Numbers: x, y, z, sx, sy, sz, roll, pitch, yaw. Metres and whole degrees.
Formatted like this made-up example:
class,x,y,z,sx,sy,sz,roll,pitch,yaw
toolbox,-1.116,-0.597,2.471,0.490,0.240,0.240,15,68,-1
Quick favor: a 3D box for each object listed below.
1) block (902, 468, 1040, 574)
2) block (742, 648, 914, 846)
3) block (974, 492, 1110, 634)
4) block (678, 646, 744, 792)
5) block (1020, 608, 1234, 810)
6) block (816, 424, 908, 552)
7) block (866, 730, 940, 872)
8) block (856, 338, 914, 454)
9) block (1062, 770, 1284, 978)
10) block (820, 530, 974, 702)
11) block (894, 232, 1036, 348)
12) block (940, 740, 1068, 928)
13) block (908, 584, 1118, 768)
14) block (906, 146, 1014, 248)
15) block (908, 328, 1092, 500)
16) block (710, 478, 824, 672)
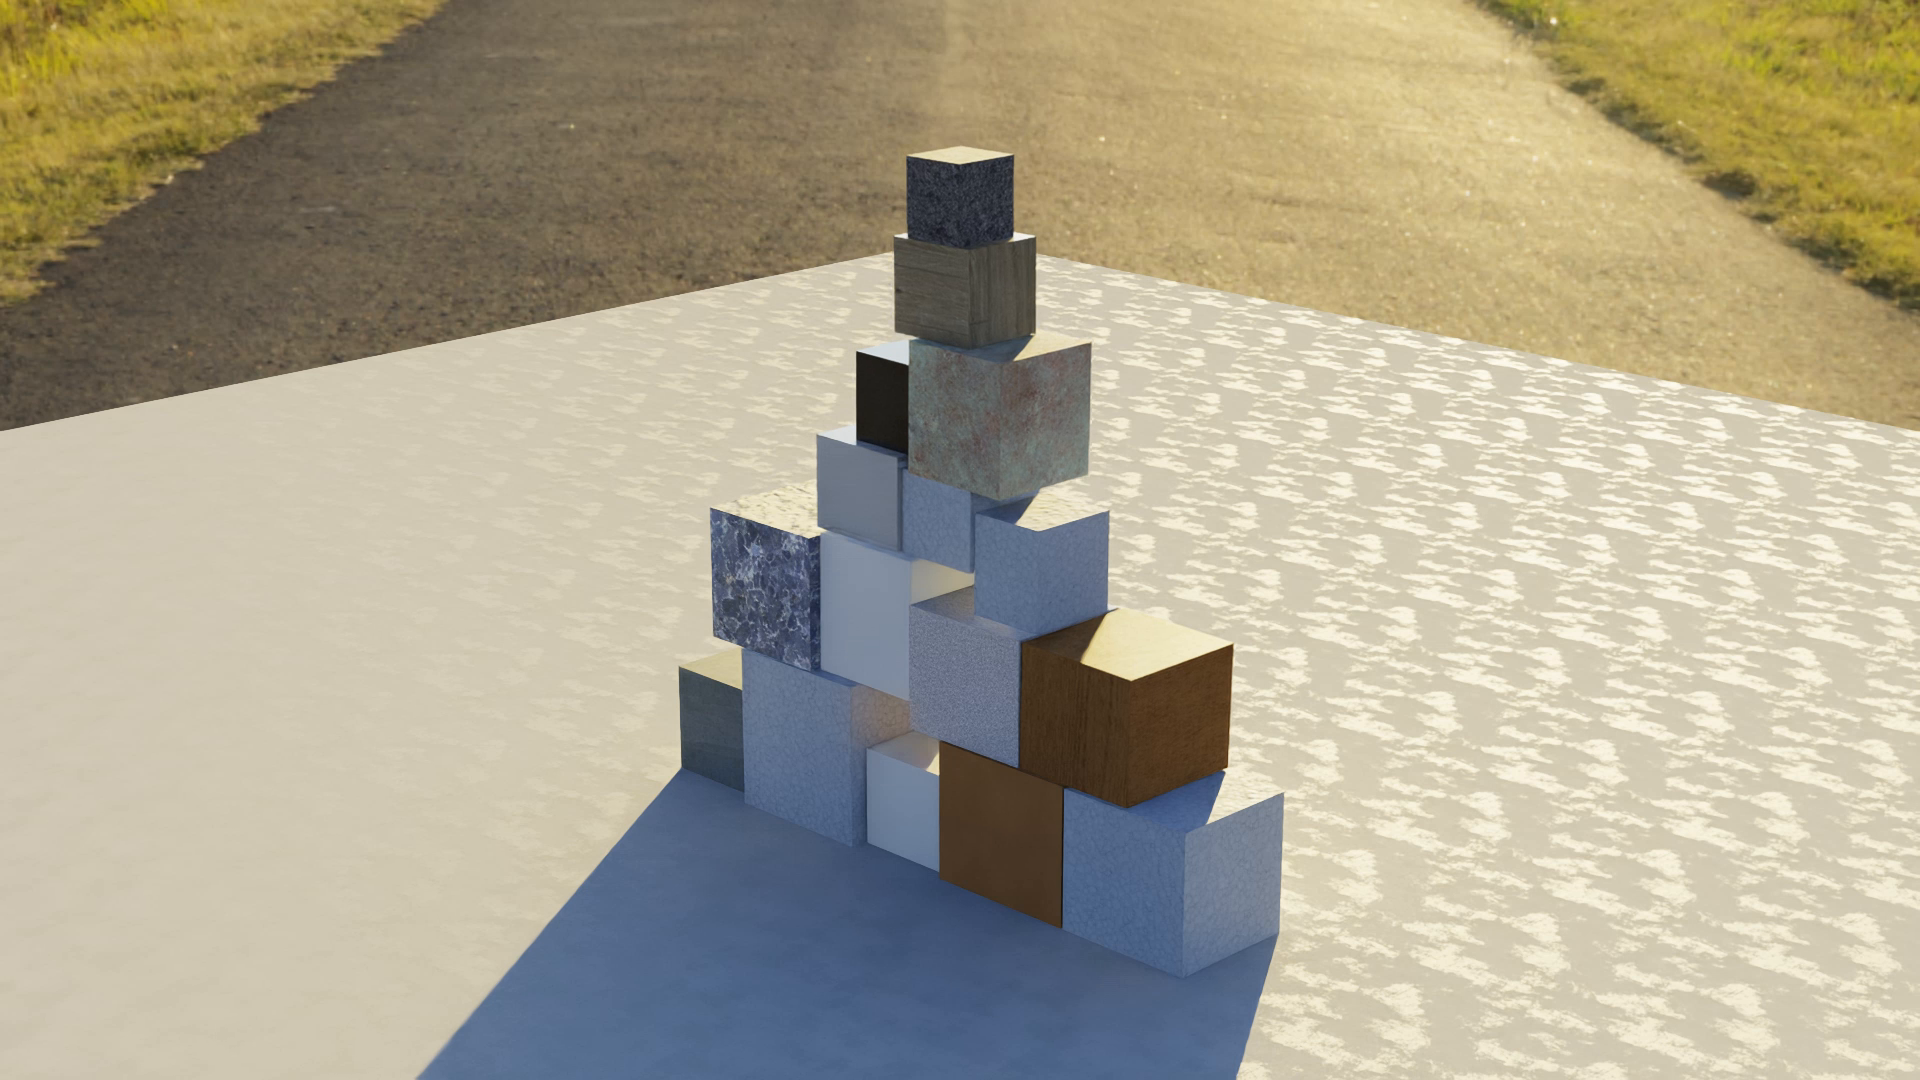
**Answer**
class,x,y,z,sx,sy,sz,roll,pitch,yaw
block,0.049,-0.131,13.223,0.439,0.395,0.429,-17,25,-42
block,-0.514,0.902,14.147,0.742,0.797,0.766,-17,24,-42
block,0.363,0.099,13.020,0.387,0.473,0.458,17,24,42
block,-0.993,0.881,14.641,0.579,0.540,0.566,-17,24,-42
block,0.727,0.724,12.823,0.668,0.586,0.632,-17,25,-42
block,-0.281,-0.272,13.562,0.541,0.447,0.537,-17,25,-42
block,-0.050,1.193,13.754,0.570,0.477,0.525,-17,24,-42
block,-0.185,-0.654,13.343,0.405,0.418,0.412,-17,25,-42
block,0.927,1.399,12.783,0.653,0.665,0.693,-17,24,-42
block,-0.212,0.284,13.665,0.634,0.672,0.604,-17,25,-42
block,0.022,-1.130,12.978,0.424,0.434,0.465,-17,24,-42
block,0.420,1.236,13.292,0.694,0.672,0.761,-17,24,-42
block,0.241,0.580,13.269,0.646,0.593,0.686,-17,24,-42
block,0.002,-1.506,12.843,0.333,0.363,0.327,-17,24,-42
block,0.175,-0.585,13.000,0.572,0.611,0.568,-17,25,-42
block,-0.681,0.150,14.121,0.751,0.654,0.703,-17,24,-42
